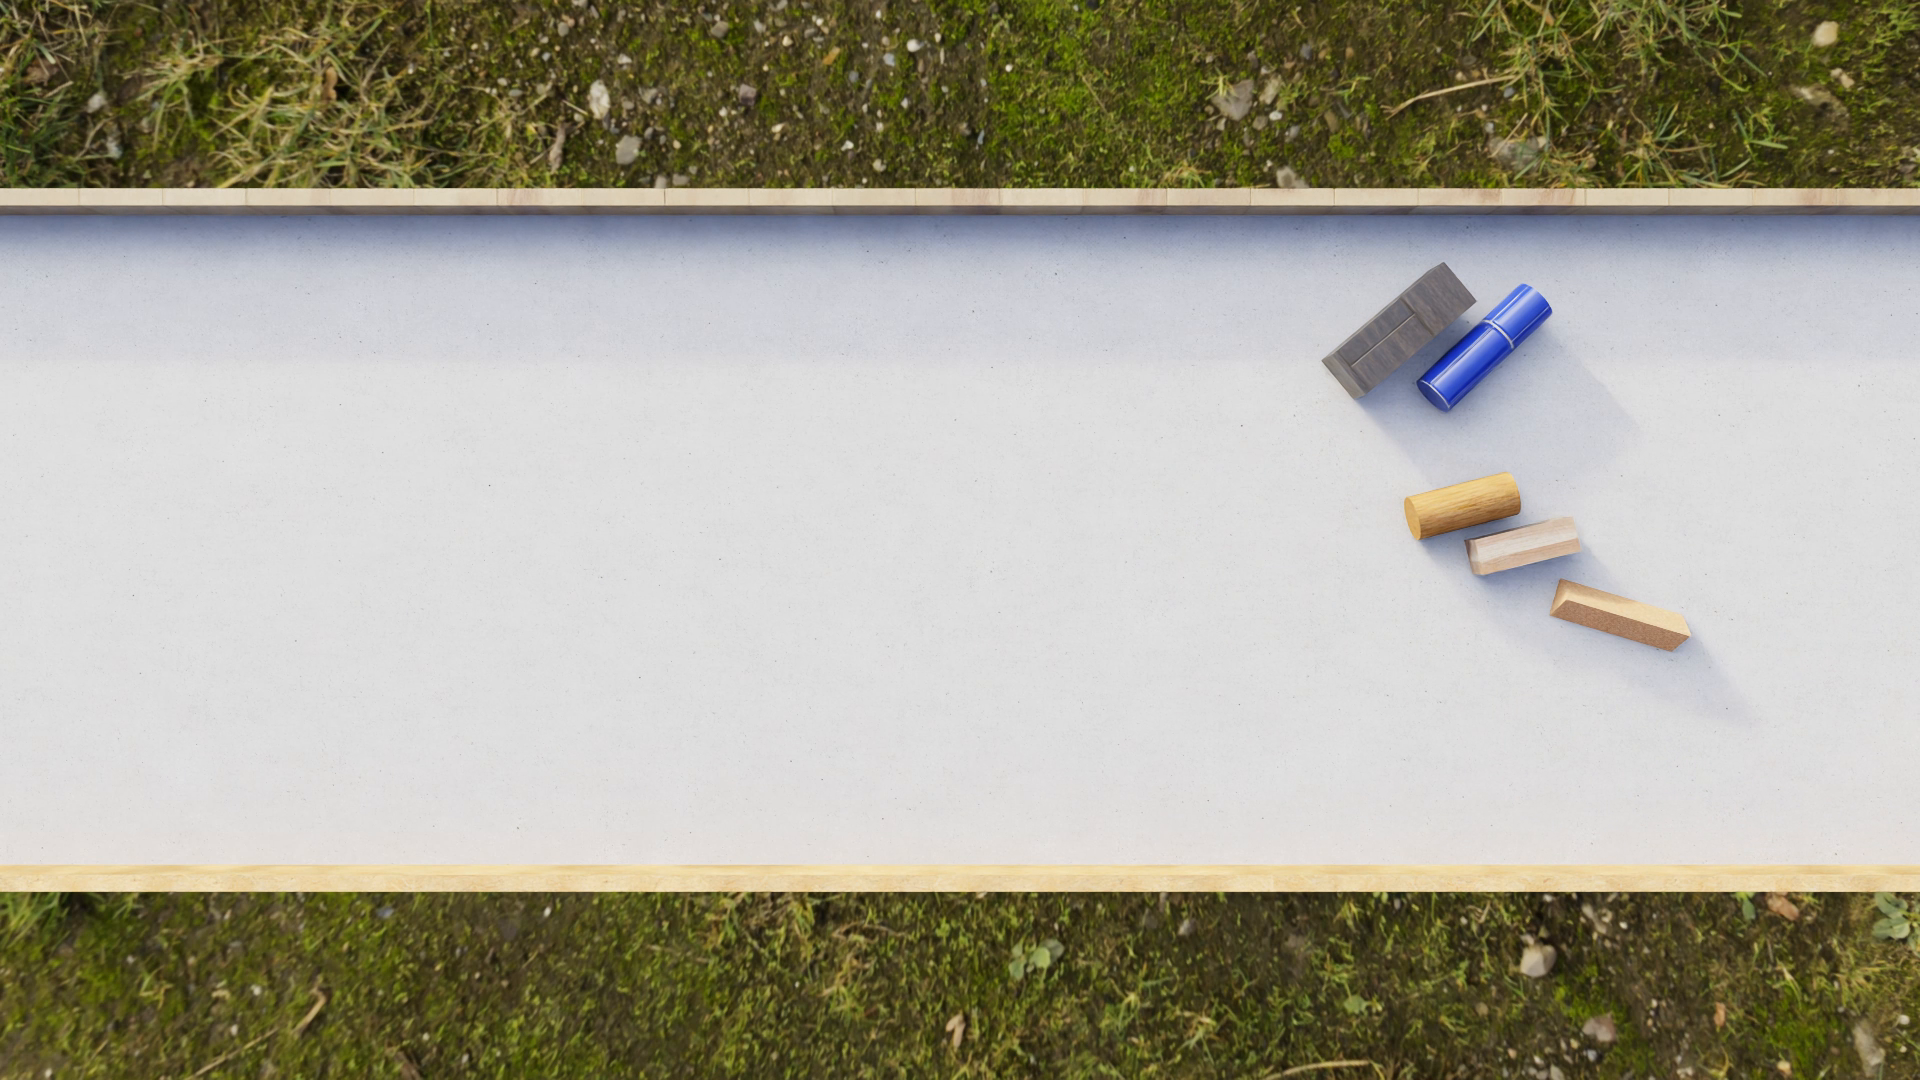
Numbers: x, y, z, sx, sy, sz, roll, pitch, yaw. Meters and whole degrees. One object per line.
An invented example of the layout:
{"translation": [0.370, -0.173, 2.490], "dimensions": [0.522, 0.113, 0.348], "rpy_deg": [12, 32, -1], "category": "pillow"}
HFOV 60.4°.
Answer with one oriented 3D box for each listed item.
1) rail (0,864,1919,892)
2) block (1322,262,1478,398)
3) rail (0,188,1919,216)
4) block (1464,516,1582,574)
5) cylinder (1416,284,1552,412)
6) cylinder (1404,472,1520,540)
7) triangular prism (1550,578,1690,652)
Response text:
{"translation": [-2.247, 1.025, 5.001], "dimensions": [12.000, 0.150, 0.050], "rpy_deg": [0, 90, 0], "category": "rail"}
{"translation": [1.327, -0.632, 4.999], "dimensions": [0.435, 0.156, 0.156], "rpy_deg": [-40, 90, 0], "category": "block"}
{"translation": [-2.247, -1.025, 5.002], "dimensions": [12.000, 0.150, 0.050], "rpy_deg": [0, 90, 0], "category": "rail"}
{"translation": [1.712, 0.017, 5.023], "dimensions": [0.303, 0.108, 0.108], "rpy_deg": [-14, 90, 0], "category": "block"}
{"translation": [1.592, -0.583, 5.010], "dimensions": [0.429, 0.134, 0.134], "rpy_deg": [-43, 90, 0], "category": "cylinder"}
{"translation": [1.524, -0.104, 5.009], "dimensions": [0.311, 0.135, 0.135], "rpy_deg": [-14, 90, 0], "category": "cylinder"}
{"translation": [2.016, 0.231, 5.023], "dimensions": [0.390, 0.101, 0.117], "rpy_deg": [17, 90, 0], "category": "triangular prism"}
